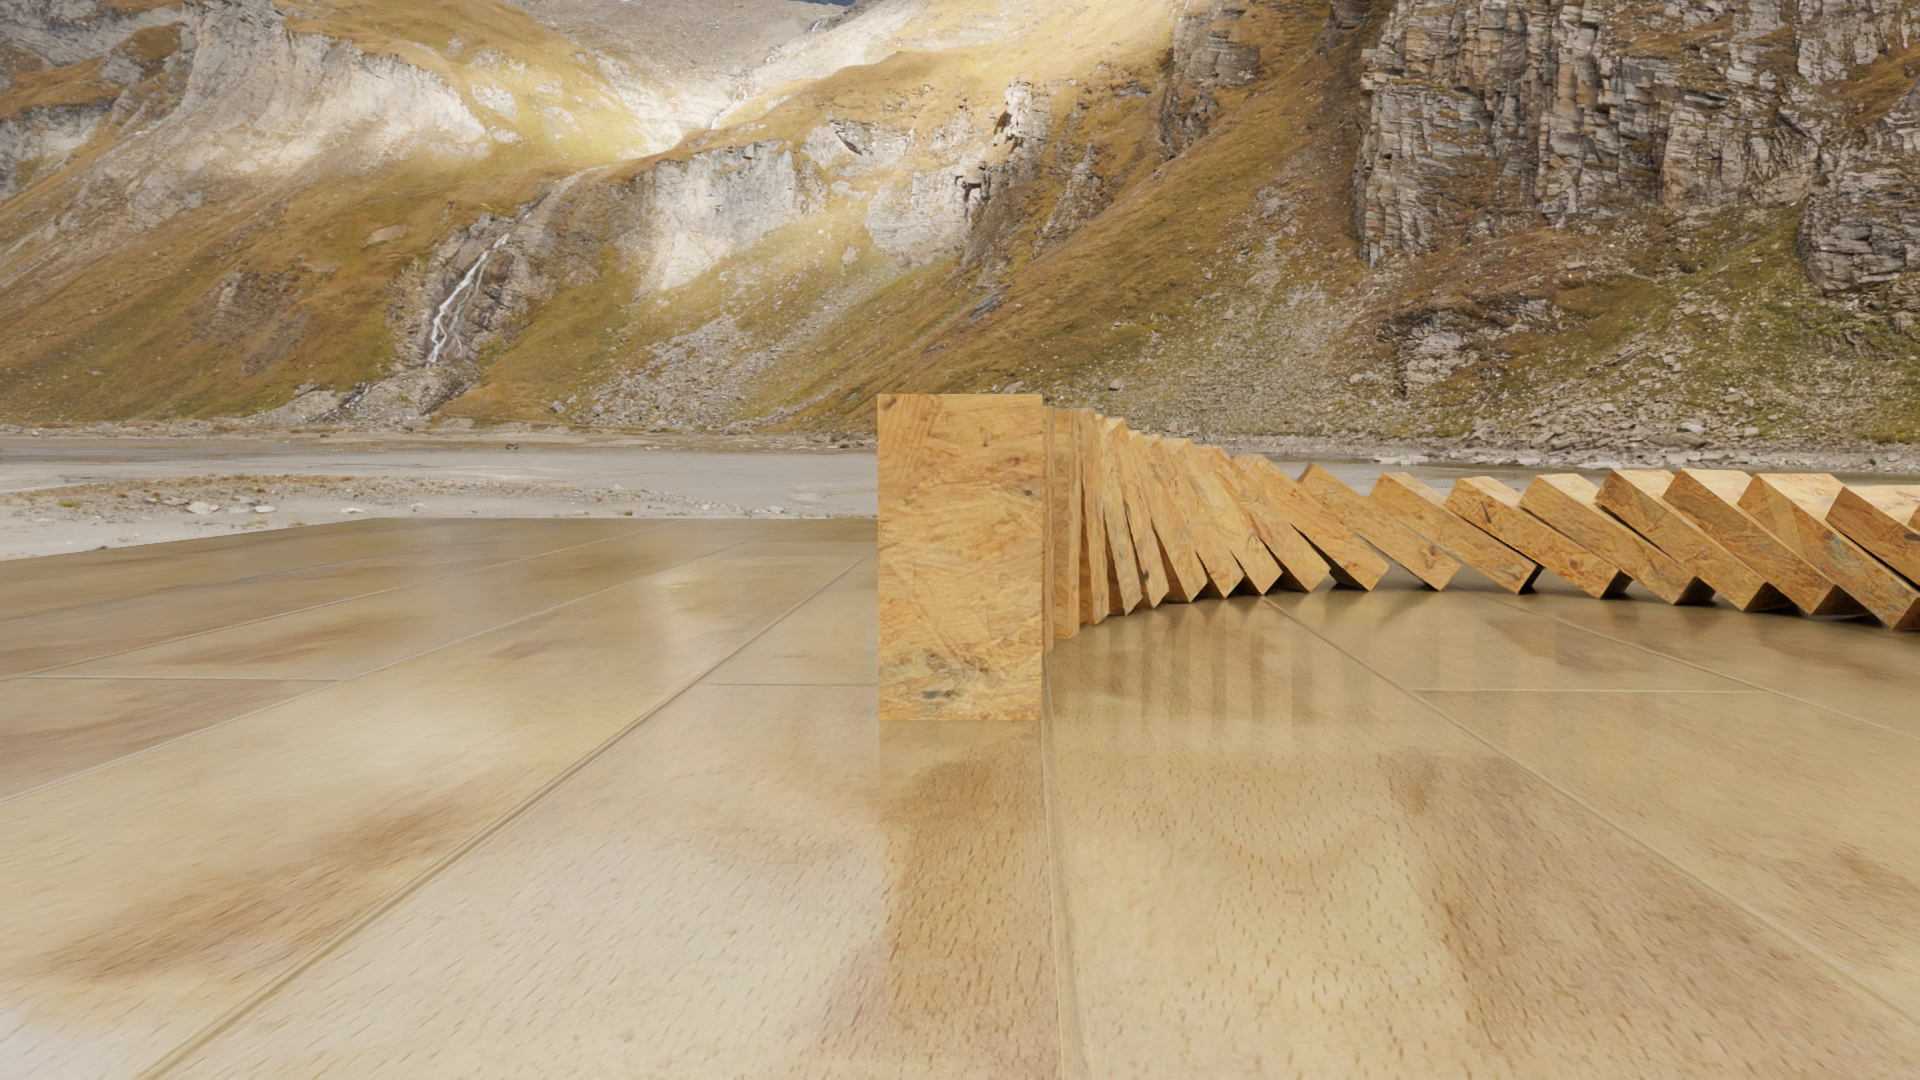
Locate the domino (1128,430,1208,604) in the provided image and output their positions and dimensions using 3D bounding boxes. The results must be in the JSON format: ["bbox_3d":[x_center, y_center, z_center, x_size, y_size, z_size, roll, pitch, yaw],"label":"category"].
[{"bbox_3d":[0.045,-0.006,0.343,0.025,0.050,0.010,5,42,48],"label":"domino"}]

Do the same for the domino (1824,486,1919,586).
[{"bbox_3d":[0.228,0.004,0.292,0.025,0.009,0.050,-1,33,-15],"label":"domino"}]

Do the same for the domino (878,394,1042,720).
[{"bbox_3d":[0.000,0.002,0.201,0.025,0.050,0.010,0,4,0],"label":"domino"}]

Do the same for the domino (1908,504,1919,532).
[{"bbox_3d":[0.234,0.006,0.273,0.025,0.010,0.050,-1,33,-13],"label":"domino"}]

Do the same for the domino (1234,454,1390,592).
[{"bbox_3d":[0.102,-0.006,0.381,0.050,0.010,0.025,40,1,-6],"label":"domino"}]

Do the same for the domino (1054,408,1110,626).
[{"bbox_3d":[0.020,-0.006,0.304,0.025,0.050,0.010,2,17,29],"label":"domino"}]

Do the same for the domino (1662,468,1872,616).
[{"bbox_3d":[0.210,0.000,0.331,0.025,0.009,0.050,1,36,-24],"label":"domino"}]

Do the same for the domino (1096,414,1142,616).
[{"bbox_3d":[0.028,-0.006,0.318,0.025,0.050,0.009,3,29,36],"label":"domino"}]

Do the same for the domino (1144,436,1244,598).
[{"bbox_3d":[0.056,-0.006,0.355,0.009,0.050,0.025,-45,25,-22],"label":"domino"}]

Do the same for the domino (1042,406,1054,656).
[{"bbox_3d":[0.006,-0.002,0.264,0.025,0.050,0.009,1,4,14],"label":"domino"}]

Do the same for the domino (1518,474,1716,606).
[{"bbox_3d":[0.186,-0.001,0.360,0.025,0.009,0.050,-4,36,-39],"label":"domino"}]

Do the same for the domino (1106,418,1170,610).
[{"bbox_3d":[0.035,-0.006,0.329,0.025,0.050,0.009,3,33,39],"label":"domino"}]

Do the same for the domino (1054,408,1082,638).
[{"bbox_3d":[0.014,-0.004,0.287,0.025,0.050,0.009,2,5,20],"label":"domino"}]

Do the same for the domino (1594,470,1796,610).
[{"bbox_3d":[0.200,-0.001,0.346,0.025,0.009,0.050,-2,37,-30],"label":"domino"}]

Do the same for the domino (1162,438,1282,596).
[{"bbox_3d":[0.068,-0.007,0.364,0.010,0.050,0.025,-45,21,-16],"label":"domino"}]

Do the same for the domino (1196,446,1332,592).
[{"bbox_3d":[0.083,-0.006,0.374,0.050,0.009,0.025,45,-7,-13],"label":"domino"}]

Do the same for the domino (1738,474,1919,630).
[{"bbox_3d":[0.220,0.002,0.313,0.025,0.009,0.050,-1,37,-18],"label":"domino"}]

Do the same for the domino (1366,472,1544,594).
[{"bbox_3d":[0.148,-0.003,0.383,0.050,0.009,0.025,37,22,25],"label":"domino"}]

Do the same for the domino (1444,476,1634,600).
[{"bbox_3d":[0.169,-0.002,0.372,0.025,0.010,0.050,-5,35,-48],"label":"domino"}]

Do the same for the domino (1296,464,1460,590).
[{"bbox_3d":[0.124,-0.005,0.384,0.050,0.009,0.025,36,10,7],"label":"domino"}]
